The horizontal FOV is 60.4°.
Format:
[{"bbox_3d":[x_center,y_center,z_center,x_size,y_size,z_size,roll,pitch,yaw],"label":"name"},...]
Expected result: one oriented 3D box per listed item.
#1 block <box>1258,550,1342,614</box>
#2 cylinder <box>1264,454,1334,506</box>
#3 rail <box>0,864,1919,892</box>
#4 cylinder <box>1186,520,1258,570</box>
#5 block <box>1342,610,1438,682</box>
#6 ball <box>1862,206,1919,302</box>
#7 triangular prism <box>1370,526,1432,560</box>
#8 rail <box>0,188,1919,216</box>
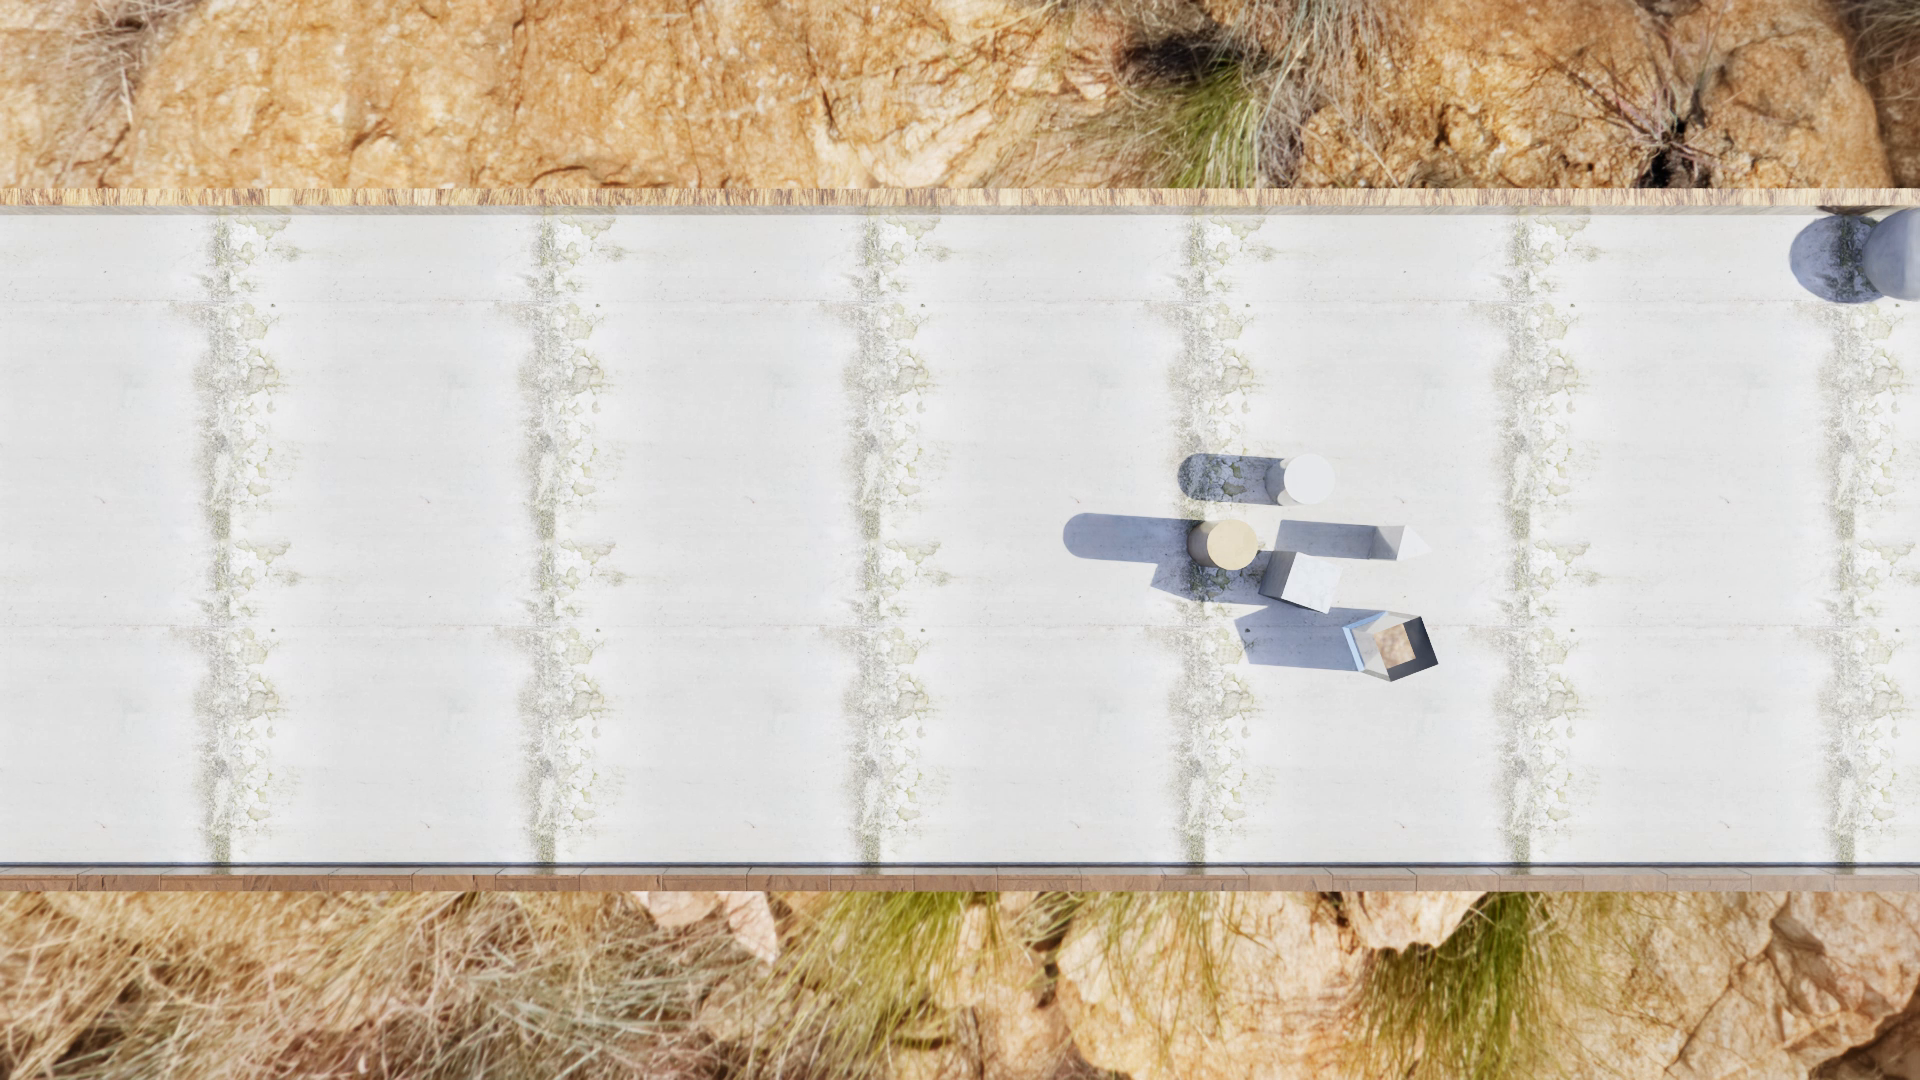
[{"bbox_3d":[1.005,0.122,4.891,0.140,0.370,0.140,19,90,0],"label":"block"},{"bbox_3d":[1.012,-0.177,4.926,0.147,0.300,0.147,0,90,0],"label":"cylinder"},{"bbox_3d":[-2.247,1.025,5.001,12.000,0.150,0.050,0,90,0],"label":"rail"},{"bbox_3d":[0.769,0.013,4.865,0.144,0.424,0.144,0,90,0],"label":"cylinder"},{"bbox_3d":[1.271,0.311,4.889,0.146,0.375,0.146,-20,90,0],"label":"block"},{"bbox_3d":[2.860,-0.855,4.938,0.278,0.278,0.278,0,90,0],"label":"ball"},{"bbox_3d":[1.297,0.001,4.913,0.106,0.327,0.092,-16,90,0],"label":"triangular prism"},{"bbox_3d":[-2.247,-1.025,5.002,12.000,0.150,0.050,0,90,0],"label":"rail"}]
